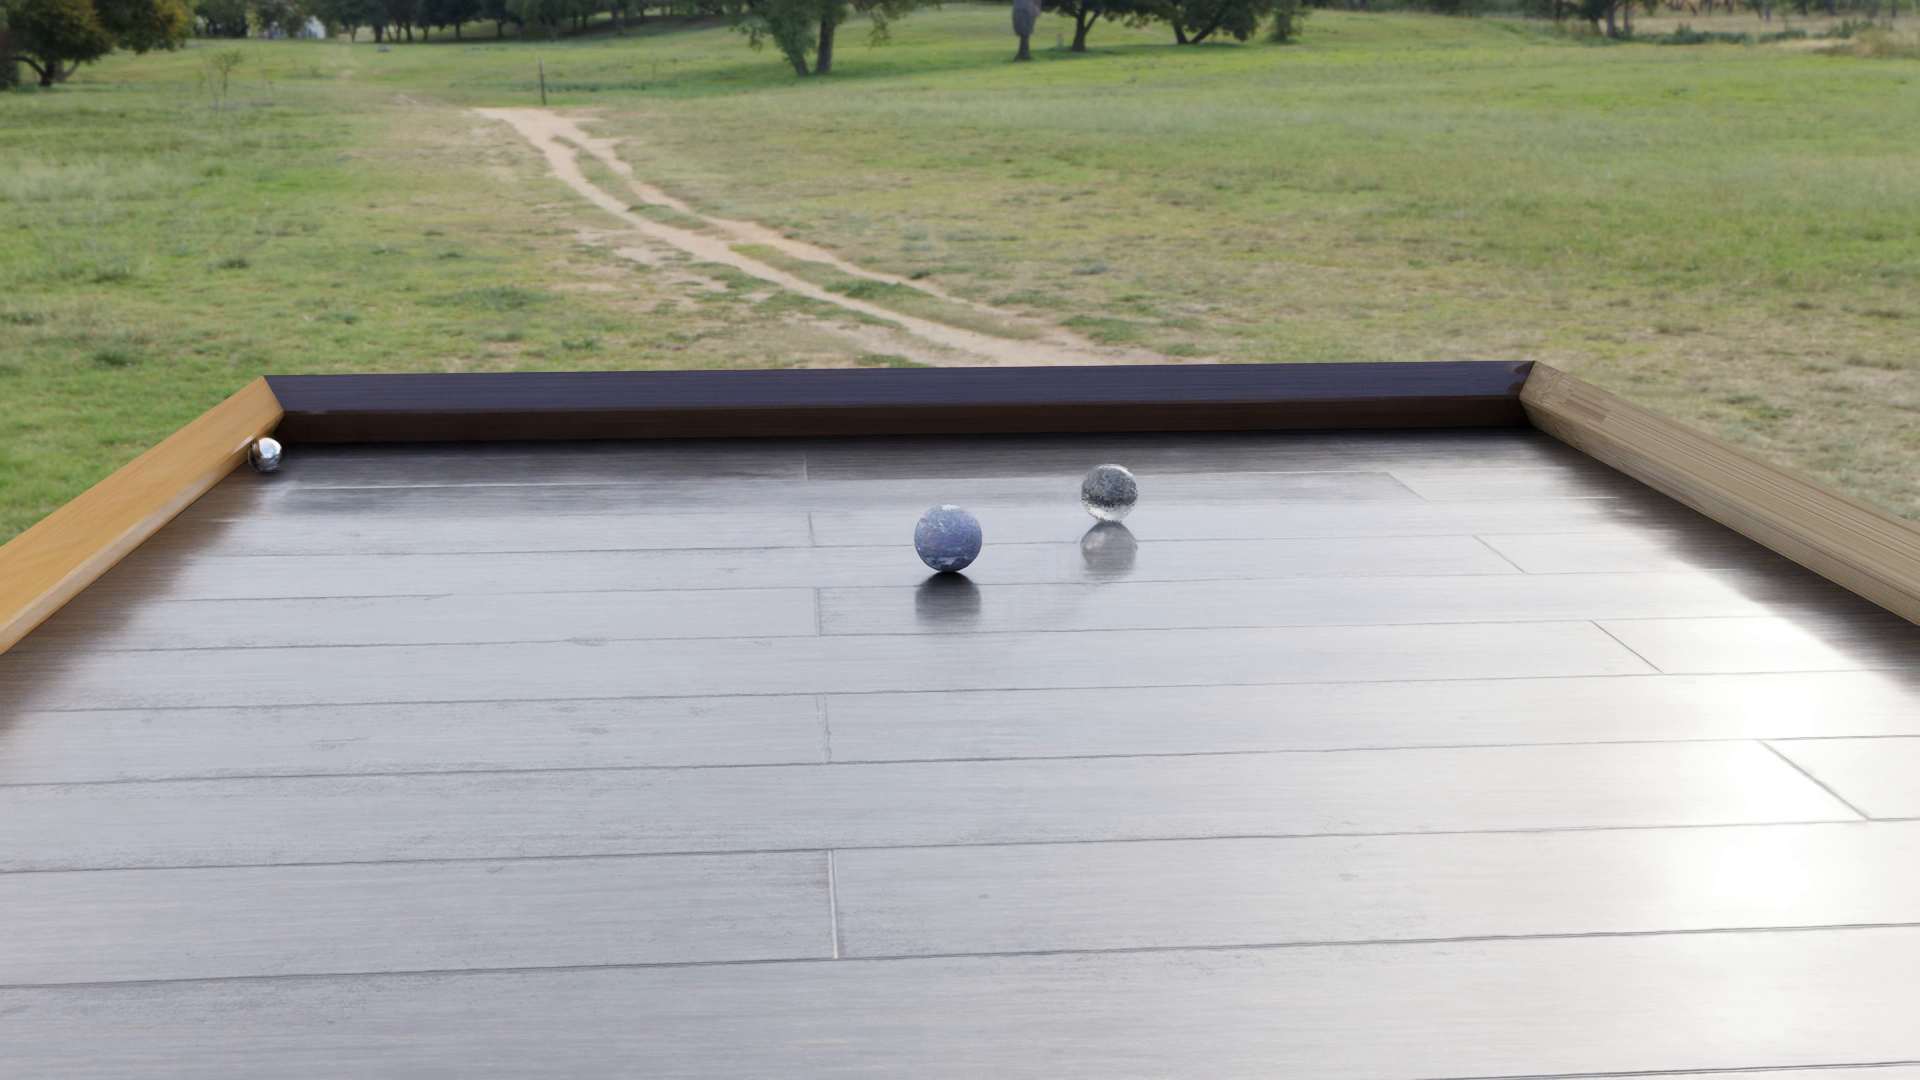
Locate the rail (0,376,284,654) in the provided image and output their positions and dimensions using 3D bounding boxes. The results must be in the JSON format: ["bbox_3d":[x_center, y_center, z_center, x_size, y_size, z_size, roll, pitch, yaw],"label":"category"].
[{"bbox_3d":[-1.091,0.251,1.925,0.045,0.125,4.433,-1,13,-4],"label":"rail"}]

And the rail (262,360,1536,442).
[{"bbox_3d":[-0.086,-0.259,4.146,2.412,0.125,0.045,-1,13,-4],"label":"rail"}]

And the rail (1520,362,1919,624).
[{"bbox_3d":[1.266,0.209,2.107,0.045,0.125,4.433,-1,13,-4],"label":"rail"}]

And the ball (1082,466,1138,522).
[{"bbox_3d":[0.232,-0.072,3.420,0.088,0.088,0.088,0,13,0],"label":"ball"}]

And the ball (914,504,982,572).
[{"bbox_3d":[-0.017,-0.003,3.099,0.097,0.097,0.097,0,13,0],"label":"ball"}]

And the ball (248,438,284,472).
[{"bbox_3d":[-1.204,-0.148,3.817,0.059,0.059,0.059,0,13,0],"label":"ball"}]
